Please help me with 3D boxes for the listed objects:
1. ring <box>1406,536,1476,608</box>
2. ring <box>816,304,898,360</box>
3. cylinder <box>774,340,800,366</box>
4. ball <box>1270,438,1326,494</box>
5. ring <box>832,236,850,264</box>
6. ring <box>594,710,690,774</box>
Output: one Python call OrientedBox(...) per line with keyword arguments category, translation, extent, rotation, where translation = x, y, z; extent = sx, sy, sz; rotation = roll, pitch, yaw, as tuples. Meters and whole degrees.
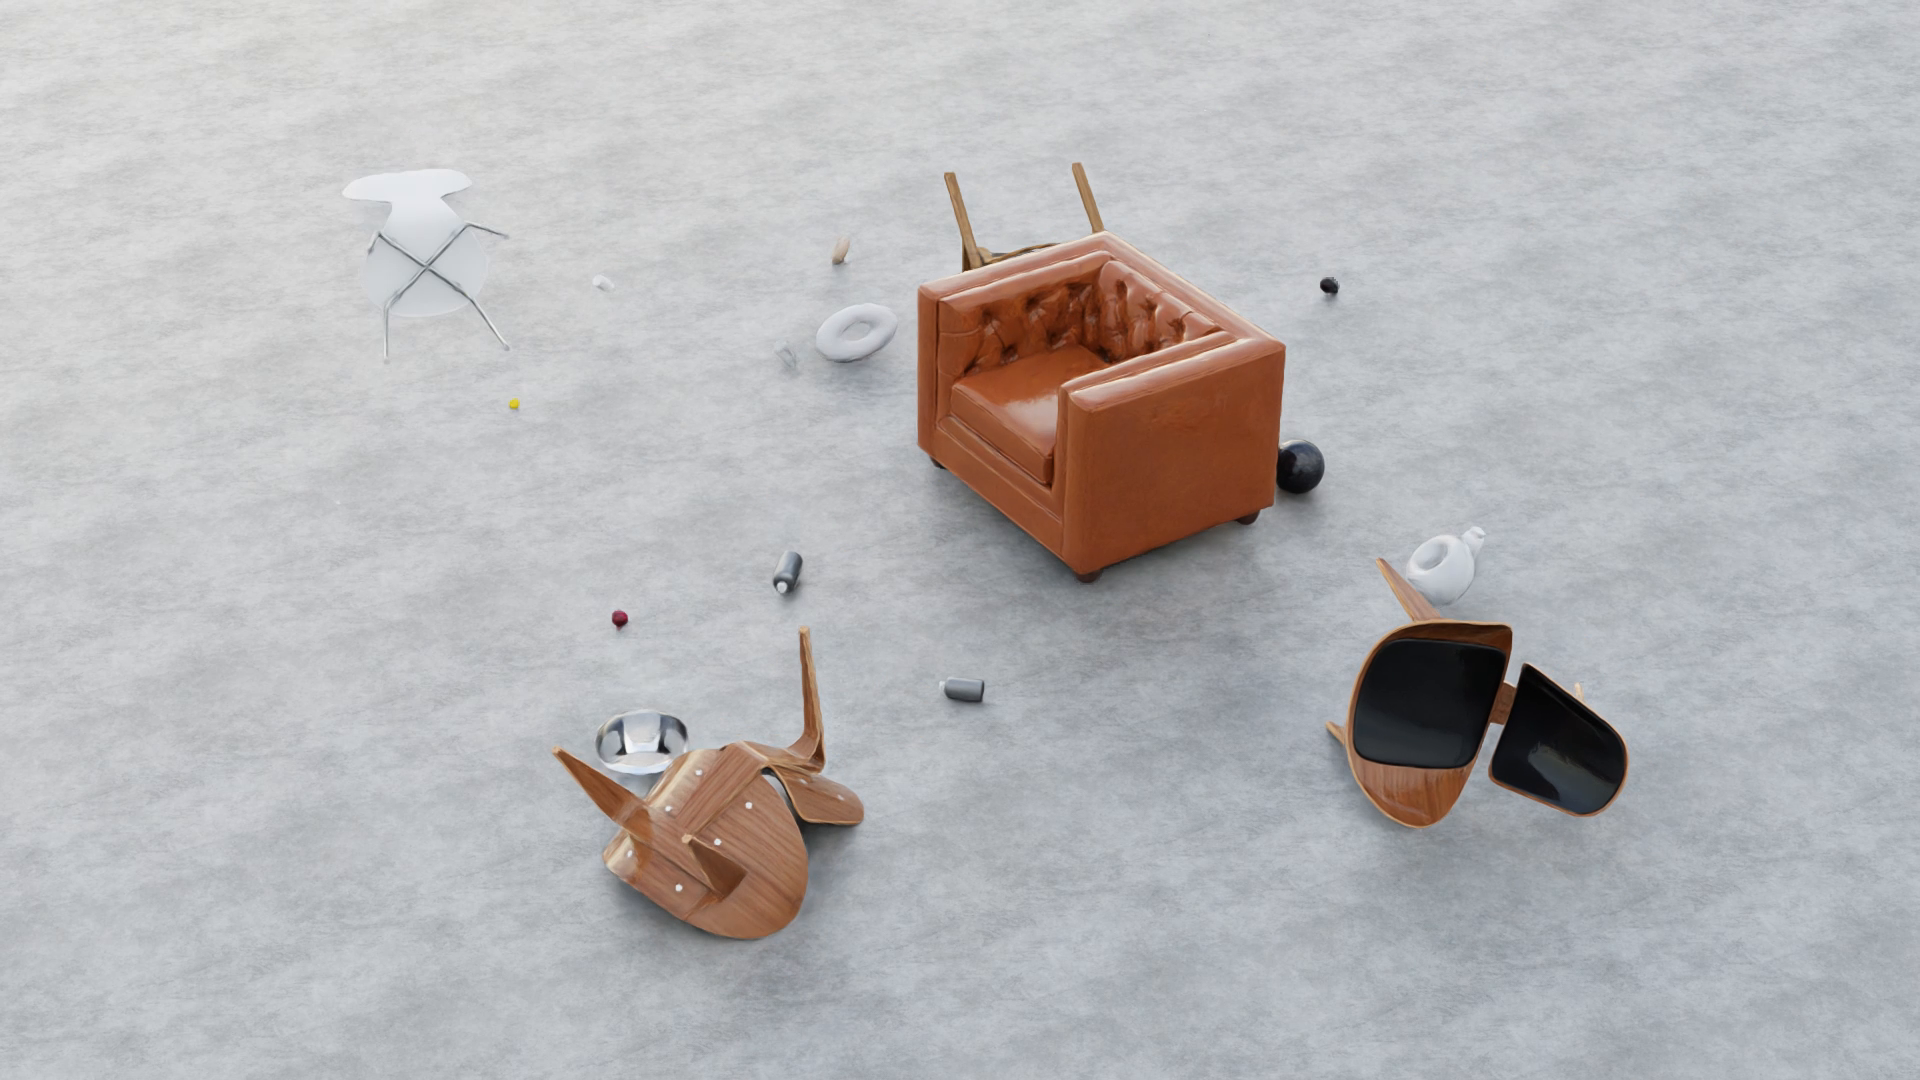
OrientedBox(category="ring", translation=(1.707, 0.111, 10.417), extent=(0.244, 0.144, 0.386), rotation=(-24, 19, 22))
OrientedBox(category="ring", translation=(-0.424, -0.854, 12.042), extent=(0.358, 0.218, 0.072), rotation=(-20, 17, -11))
OrientedBox(category="cylinder", translation=(-0.705, -0.764, 11.993), extent=(0.059, 0.088, 0.101), rotation=(-48, 25, -1))
OrientedBox(category="ball", translation=(1.287, -0.281, 11.179), extent=(0.212, 0.212, 0.212), rotation=(0, 33, 0))
OrientedBox(category="ring", translation=(-0.518, -1.263, 12.754), extent=(0.049, 0.125, 0.149), rotation=(26, 18, -13))
OrientedBox(category="ring", translation=(-1.049, 0.668, 9.688), extent=(0.314, 0.280, 0.145), rotation=(-2, 62, -6))
